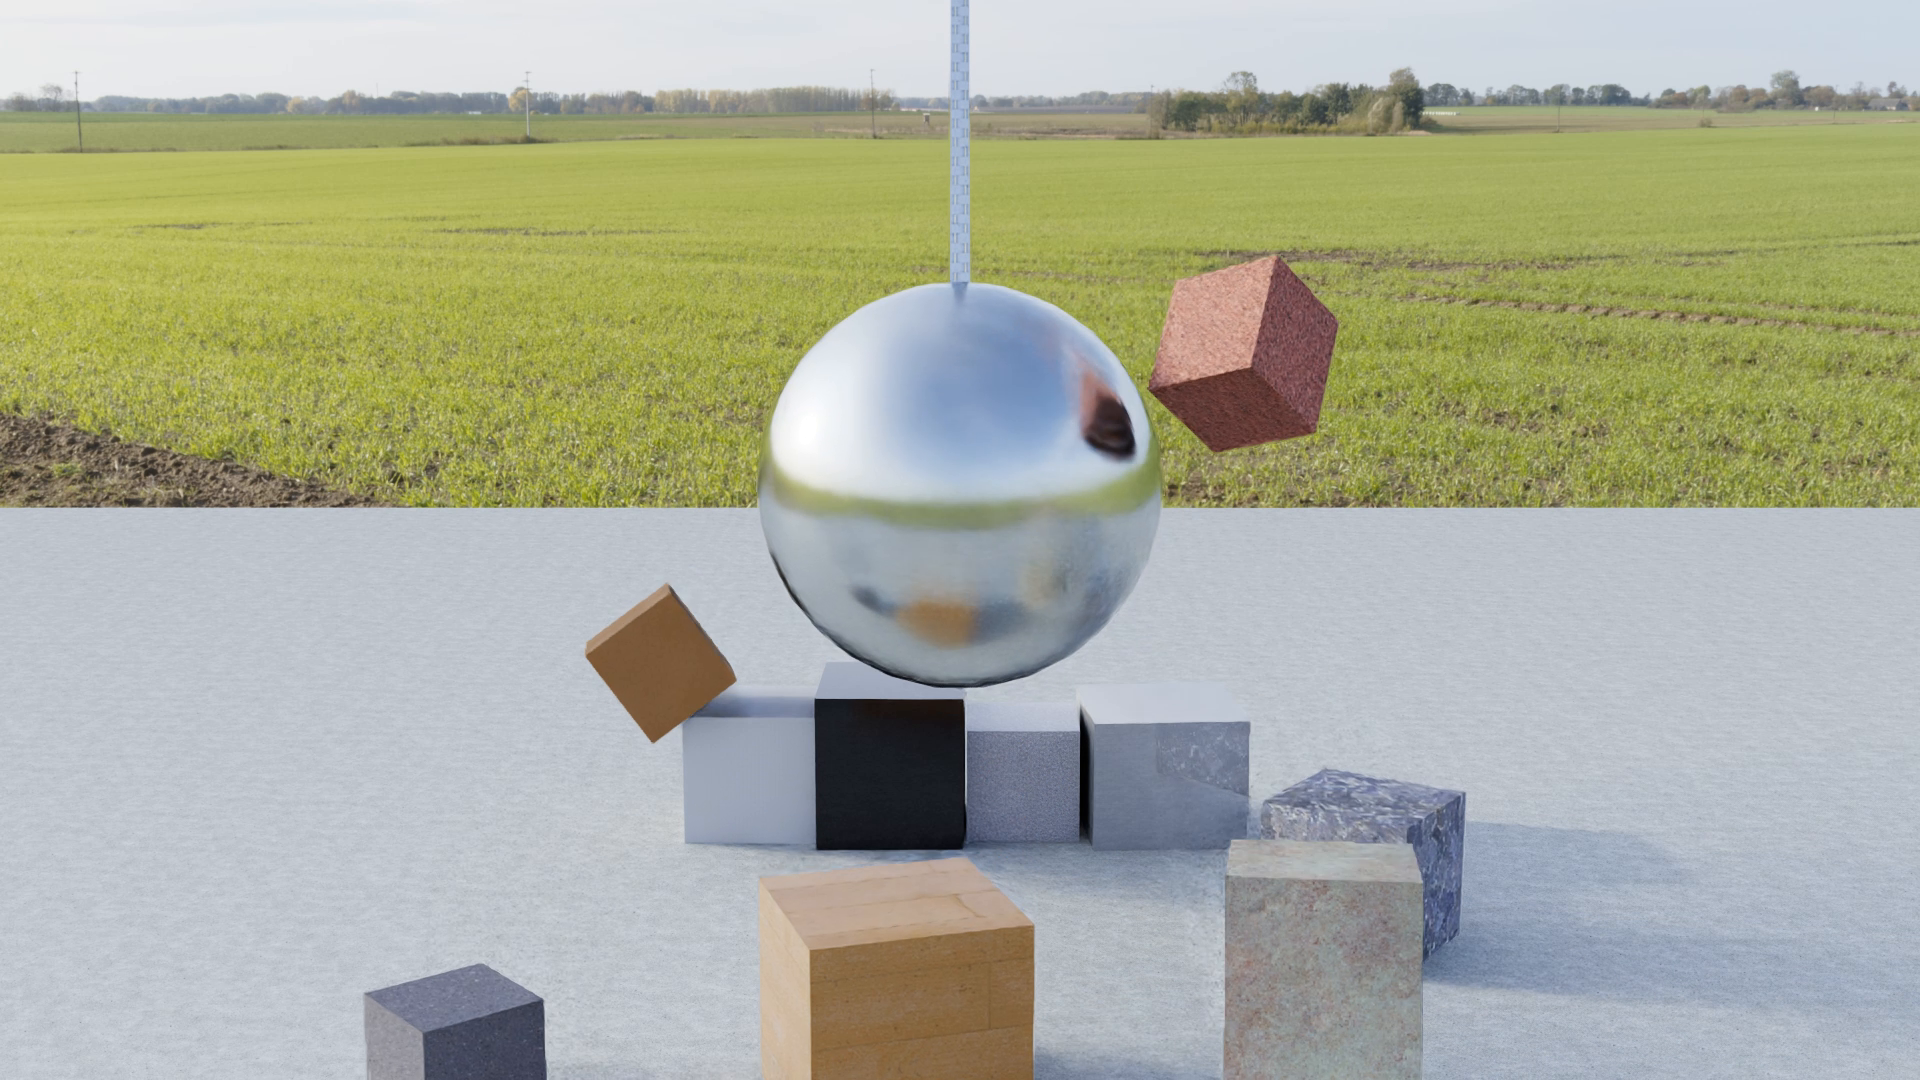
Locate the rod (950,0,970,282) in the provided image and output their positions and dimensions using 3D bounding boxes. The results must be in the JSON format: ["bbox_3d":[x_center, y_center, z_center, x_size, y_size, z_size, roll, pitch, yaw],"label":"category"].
[{"bbox_3d":[0.000,-3.522,9.478,0.080,5.200,0.080,0,-13,0],"label":"rod"}]

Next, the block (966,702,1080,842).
[{"bbox_3d":[0.320,1.194,11.388,0.570,0.577,0.571,0,10,0],"label":"block"}]

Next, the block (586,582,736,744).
[{"bbox_3d":[-1.513,0.612,11.112,0.517,0.549,0.579,-37,8,-5],"label":"block"}]

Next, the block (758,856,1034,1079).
[{"bbox_3d":[-0.246,1.695,8.062,0.815,0.781,0.784,-3,11,-18],"label":"block"}]

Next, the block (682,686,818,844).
[{"bbox_3d":[-1.060,1.153,11.390,0.666,0.656,0.650,0,10,0],"label":"block"}]

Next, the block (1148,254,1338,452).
[{"bbox_3d":[1.067,-0.692,8.251,0.461,0.505,0.444,-10,-37,41],"label":"block"}]

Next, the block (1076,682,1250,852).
[{"bbox_3d":[1.029,1.158,11.360,0.778,0.657,0.800,-1,10,-4],"label":"block"}]

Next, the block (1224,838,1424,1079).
[{"bbox_3d":[1.272,1.495,7.752,0.655,0.743,0.692,1,3,9],"label":"block"}]

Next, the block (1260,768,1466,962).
[{"bbox_3d":[1.776,1.452,9.712,0.671,0.657,0.669,7,11,33],"label":"block"}]

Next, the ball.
[{"bbox_3d":[0.000,-0.214,8.690,1.600,1.600,1.600,0,10,0],"label":"ball"}]

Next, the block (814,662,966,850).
[{"bbox_3d":[-0.344,1.101,11.333,0.739,0.780,0.779,0,10,1],"label":"block"}]

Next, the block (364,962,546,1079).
[{"bbox_3d":[-1.852,1.875,8.073,0.480,0.422,0.472,-9,13,-39],"label":"block"}]
